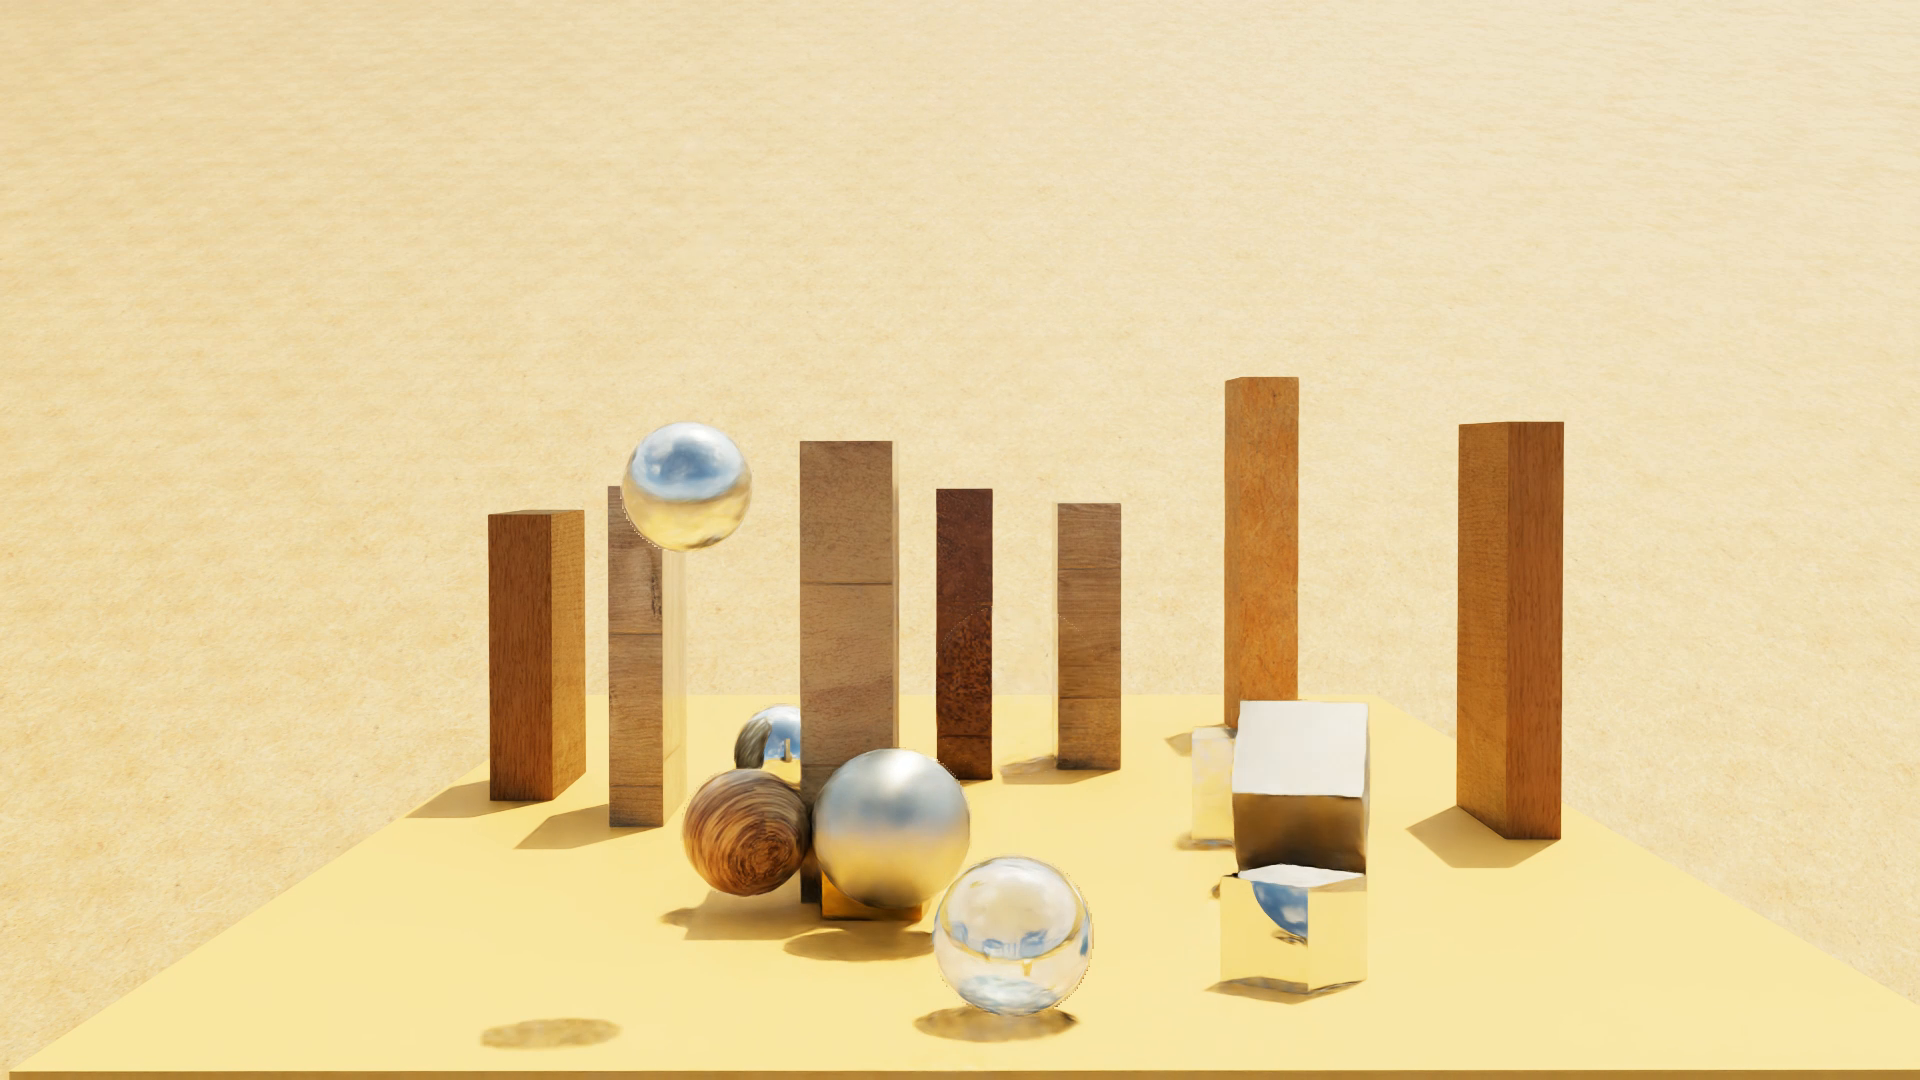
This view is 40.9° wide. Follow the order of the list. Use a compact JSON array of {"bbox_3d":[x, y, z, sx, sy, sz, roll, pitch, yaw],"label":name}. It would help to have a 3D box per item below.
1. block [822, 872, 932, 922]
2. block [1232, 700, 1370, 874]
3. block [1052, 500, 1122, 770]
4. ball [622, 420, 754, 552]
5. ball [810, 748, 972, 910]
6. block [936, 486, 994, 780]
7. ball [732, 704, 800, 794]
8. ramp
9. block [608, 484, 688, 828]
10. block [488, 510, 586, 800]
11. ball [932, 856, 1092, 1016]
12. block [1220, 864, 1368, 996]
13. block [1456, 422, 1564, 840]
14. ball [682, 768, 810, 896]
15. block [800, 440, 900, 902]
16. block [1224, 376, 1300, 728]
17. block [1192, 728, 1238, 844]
[{"bbox_3d":[-0.110,0.430,3.431,0.131,0.131,0.131,0,2,5],"label":"block"},{"bbox_3d":[0.491,0.359,3.686,0.181,0.181,0.181,0,42,12],"label":"block"},{"bbox_3d":[0.249,0.182,5.118,0.124,0.516,0.285,0,2,0],"label":"block"},{"bbox_3d":[-0.310,-0.061,2.938,0.149,0.149,0.149,0,25,0],"label":"ball"},{"bbox_3d":[-0.087,0.365,3.259,0.203,0.203,0.203,0,25,0],"label":"ball"},{"bbox_3d":[0.008,0.172,4.973,0.107,0.547,0.294,0,2,0],"label":"block"},{"bbox_3d":[-0.307,0.374,4.476,0.176,0.176,0.176,0,25,0],"label":"ball"},{"bbox_3d":[0.056,0.509,4.552,2.000,0.100,4.000,0,2,0],"label":"ramp"},{"bbox_3d":[-0.531,0.185,4.398,0.089,0.559,0.371,0,2,0],"label":"block"},{"bbox_3d":[-0.774,0.201,4.739,0.111,0.505,0.409,0,2,0],"label":"block"},{"bbox_3d":[0.057,0.430,2.800,0.173,0.173,0.173,0,25,0],"label":"ball"},{"bbox_3d":[0.387,0.449,2.986,0.122,0.122,0.122,2,3,42],"label":"block"},{"bbox_3d":[0.908,0.137,4.271,0.088,0.661,0.403,0,2,0],"label":"block"},{"bbox_3d":[-0.286,0.391,3.449,0.171,0.171,0.171,0,25,0],"label":"ball"},{"bbox_3d":[-0.154,0.173,3.694,0.126,0.628,0.400,0,2,0],"label":"block"},{"bbox_3d":[0.663,0.033,5.692,0.125,0.776,0.327,0,2,0],"label":"block"},{"bbox_3d":[0.455,0.391,4.106,0.165,0.165,0.165,0,2,7],"label":"block"}]
